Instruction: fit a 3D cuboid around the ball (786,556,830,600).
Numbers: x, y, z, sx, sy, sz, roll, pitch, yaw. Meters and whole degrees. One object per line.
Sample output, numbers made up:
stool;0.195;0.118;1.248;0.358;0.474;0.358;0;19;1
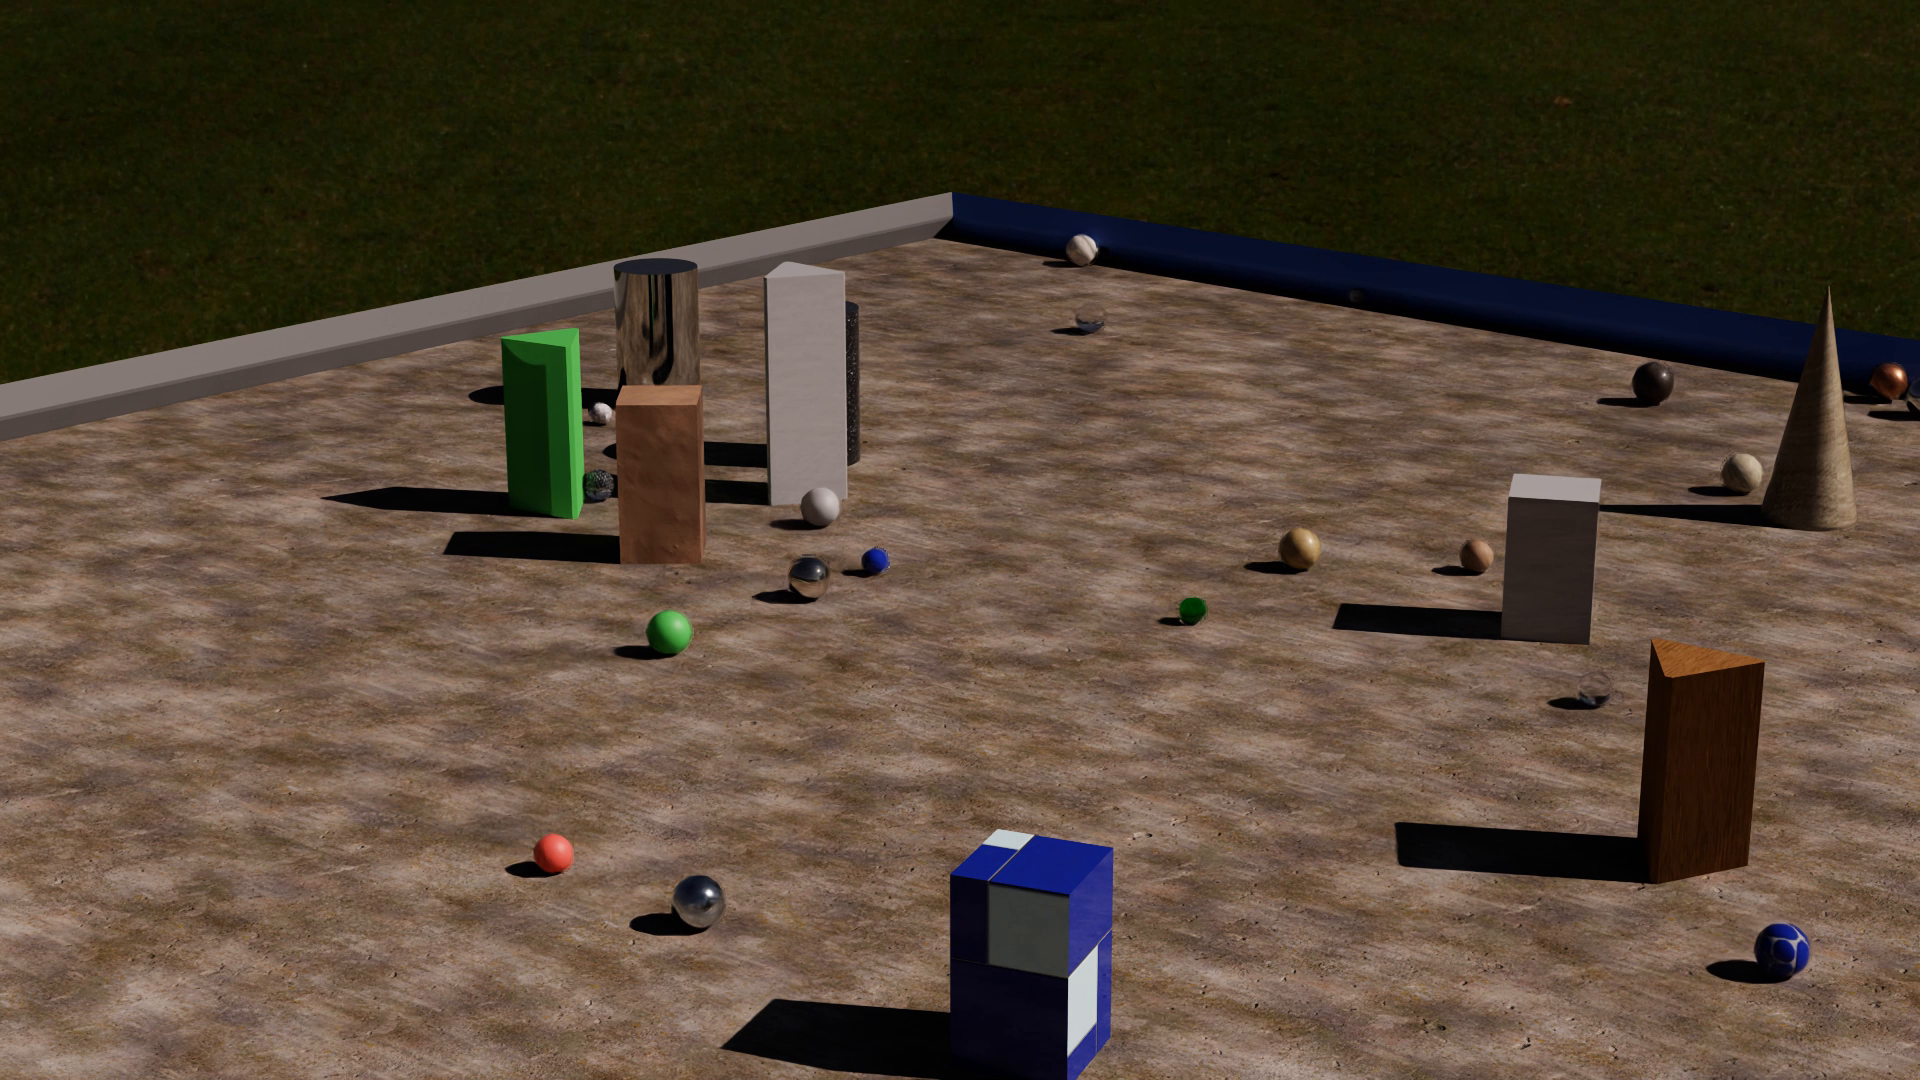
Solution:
ball;-0.262;0.066;5.078;0.076;0.076;0.076;0;17;0

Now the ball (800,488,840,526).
ball;-0.262;-0.062;5.501;0.074;0.074;0.074;0;17;0

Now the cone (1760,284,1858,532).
cone;1.610;-0.258;5.497;0.181;0.452;0.181;0;17;0

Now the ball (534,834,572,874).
ball;-0.547;0.422;3.944;0.052;0.052;0.052;0;17;0

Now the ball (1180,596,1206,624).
ball;0.393;0.119;4.956;0.045;0.045;0.045;0;17;0

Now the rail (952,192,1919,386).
rail;1.599;-0.505;6.884;4.339;0.118;0.045;14;22;39

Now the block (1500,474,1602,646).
block;0.988;0.031;4.899;0.145;0.246;0.145;4;17;13

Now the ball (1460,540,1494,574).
ball;0.921;0.030;5.225;0.059;0.059;0.059;0;17;0

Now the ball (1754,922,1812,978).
ball;1.019;0.507;3.633;0.068;0.068;0.068;0;17;0

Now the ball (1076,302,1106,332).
ball;0.315;-0.536;7.070;0.072;0.072;0.072;0;17;0

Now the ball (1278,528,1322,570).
ball;0.608;0.016;5.243;0.075;0.075;0.075;0;17;0

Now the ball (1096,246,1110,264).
ball;0.383;-0.766;7.875;0.044;0.044;0.044;0;17;0

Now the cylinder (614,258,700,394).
cylinder;-0.658;-0.448;6.383;0.181;0.301;0.181;0;17;0

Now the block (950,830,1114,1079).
block;0.084;0.485;3.406;0.145;0.243;0.145;7;18;22

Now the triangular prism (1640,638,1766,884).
triangular prism;0.969;0.291;3.960;0.157;0.292;0.136;-7;18;-23

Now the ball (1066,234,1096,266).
ball;0.325;-0.776;7.844;0.083;0.083;0.083;0;17;0

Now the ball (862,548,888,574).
ball;-0.153;0.038;5.220;0.046;0.046;0.046;0;17;0

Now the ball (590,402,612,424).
ball;-0.763;-0.269;6.233;0.046;0.046;0.046;0;17;0

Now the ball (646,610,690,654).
ball;-0.477;0.152;4.800;0.072;0.072;0.072;0;17;0

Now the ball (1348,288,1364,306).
ball;0.995;-0.611;7.370;0.042;0.042;0.042;0;17;0

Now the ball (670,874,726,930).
ball;-0.337;0.465;3.769;0.070;0.070;0.070;0;17;0

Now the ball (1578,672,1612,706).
ball;0.989;0.232;4.566;0.054;0.054;0.054;0;17;0

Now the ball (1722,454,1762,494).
ball;1.527;-0.130;5.722;0.077;0.077;0.077;0;17;0

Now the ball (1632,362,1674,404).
ball;1.513;-0.343;6.400;0.091;0.091;0.091;0;17;0

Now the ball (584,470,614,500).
ball;-0.699;-0.106;5.673;0.060;0.060;0.060;0;17;0

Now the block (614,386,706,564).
block;-0.540;-0.119;5.309;0.145;0.295;0.145;0;17;-1

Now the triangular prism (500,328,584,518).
triangular prism;-0.765;-0.228;5.602;0.157;0.335;0.136;9;19;27

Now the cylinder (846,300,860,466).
cylinder;-0.293;-0.316;5.929;0.181;0.313;0.181;0;17;0

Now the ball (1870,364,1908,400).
ball;2.033;-0.346;6.417;0.081;0.081;0.081;0;17;0

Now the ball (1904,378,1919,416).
ball;2.071;-0.306;6.280;0.090;0.090;0.090;0;17;0

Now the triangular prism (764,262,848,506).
triangular prism;-0.314;-0.306;5.666;0.157;0.446;0.136;-5;18;-17

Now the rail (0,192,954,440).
rail;-1.620;-0.378;6.468;0.045;0.118;4.926;14;22;39
